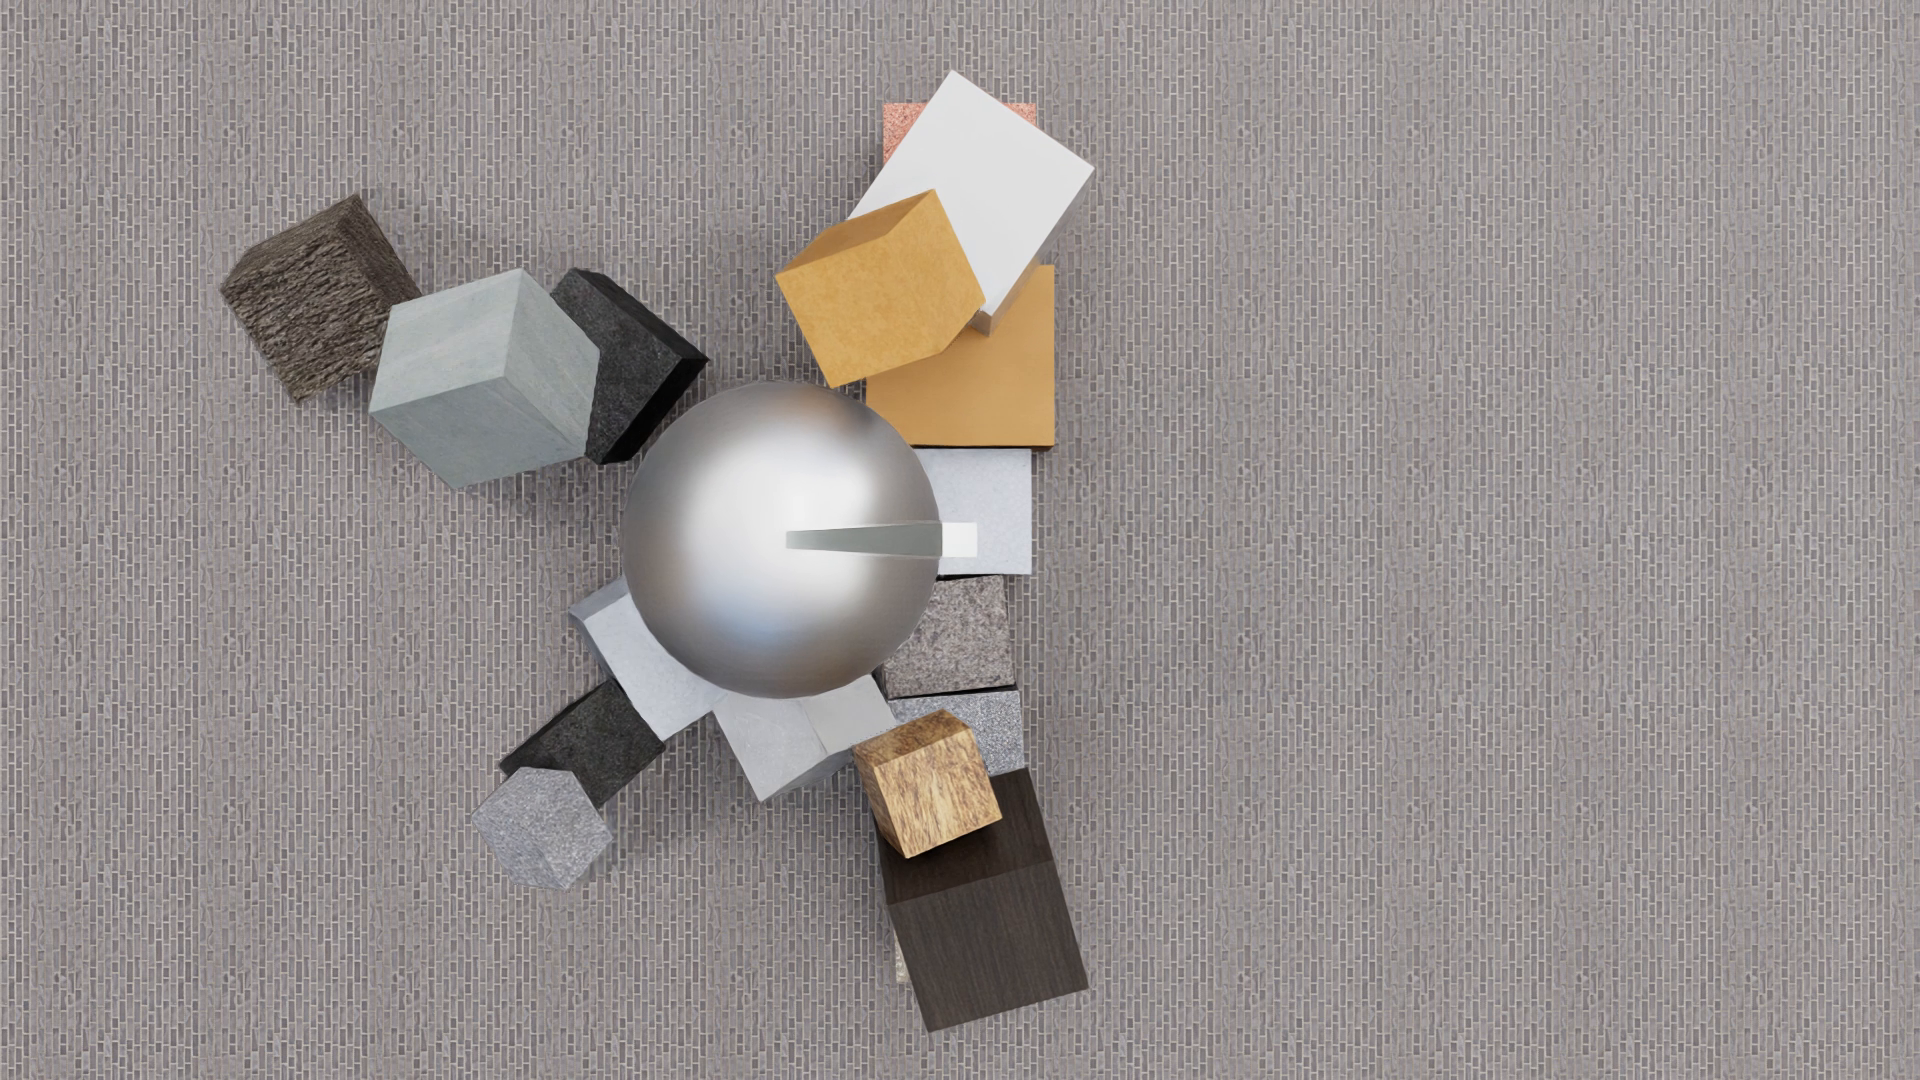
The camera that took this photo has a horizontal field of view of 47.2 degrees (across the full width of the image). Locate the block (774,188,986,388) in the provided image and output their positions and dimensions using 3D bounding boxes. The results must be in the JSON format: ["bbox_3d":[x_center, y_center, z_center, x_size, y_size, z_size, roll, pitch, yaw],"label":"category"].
[{"bbox_3d":[-0.384,-1.250,10.911,0.657,0.659,0.628,-16,111,29],"label":"block"}]

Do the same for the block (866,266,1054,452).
[{"bbox_3d":[0.002,-1.021,12.577,1.039,0.845,0.997,0,90,0],"label":"block"}]

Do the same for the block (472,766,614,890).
[{"bbox_3d":[-2.228,1.537,11.757,0.403,0.436,0.474,-49,125,-38],"label":"block"}]

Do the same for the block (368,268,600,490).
[{"bbox_3d":[-2.409,-0.814,11.217,0.798,0.724,0.679,-13,54,21],"label":"block"}]

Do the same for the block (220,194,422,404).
[{"bbox_3d":[-3.585,-1.374,12.468,0.729,0.732,0.761,-26,114,7],"label":"block"}]

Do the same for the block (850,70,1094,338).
[{"bbox_3d":[0.060,-1.755,11.663,0.882,0.991,0.919,35,89,1],"label":"block"}]

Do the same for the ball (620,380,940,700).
[{"bbox_3d":[-0.892,0.000,11.018,1.600,1.600,1.600,0,90,0],"label":"ball"}]

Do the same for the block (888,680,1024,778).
[{"bbox_3d":[-0.011,1.213,12.568,0.729,0.865,0.712,-4,90,0],"label":"block"}]

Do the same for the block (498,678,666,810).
[{"bbox_3d":[-2.084,1.194,12.136,0.494,0.570,0.568,52,51,-6],"label":"block"}]

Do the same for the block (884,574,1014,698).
[{"bbox_3d":[-0.083,0.537,12.624,0.709,0.751,0.616,-6,90,0],"label":"block"}]

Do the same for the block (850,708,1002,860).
[{"bbox_3d":[-0.182,1.260,11.443,0.541,0.556,0.510,-21,101,-12],"label":"block"}]

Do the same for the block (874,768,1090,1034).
[{"bbox_3d":[0.100,1.899,11.687,0.874,0.934,0.826,-16,115,0],"label":"block"}]

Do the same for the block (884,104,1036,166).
[{"bbox_3d":[-0.003,-1.973,12.585,0.841,0.830,0.888,0,90,0],"label":"block"}]

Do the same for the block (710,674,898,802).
[{"bbox_3d":[-0.846,0.972,12.044,0.585,0.637,0.596,-36,78,34],"label":"block"}]

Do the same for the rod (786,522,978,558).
[{"bbox_3d":[-0.386,0.000,7.655,0.080,5.200,0.080,0,90,-9],"label":"rod"}]

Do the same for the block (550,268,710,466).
[{"bbox_3d":[-2.043,-0.985,12.545,0.789,0.829,0.759,39,96,1],"label":"block"}]

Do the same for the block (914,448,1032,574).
[{"bbox_3d":[-0.018,-0.161,12.652,0.835,0.695,0.703,0,90,0],"label":"block"}]

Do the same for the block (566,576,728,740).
[{"bbox_3d":[-1.692,0.591,12.504,0.682,0.707,0.805,-32,102,-13],"label":"block"}]

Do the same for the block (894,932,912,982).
[{"bbox_3d":[0.018,2.020,12.642,0.781,0.715,0.869,-2,90,0],"label":"block"}]
